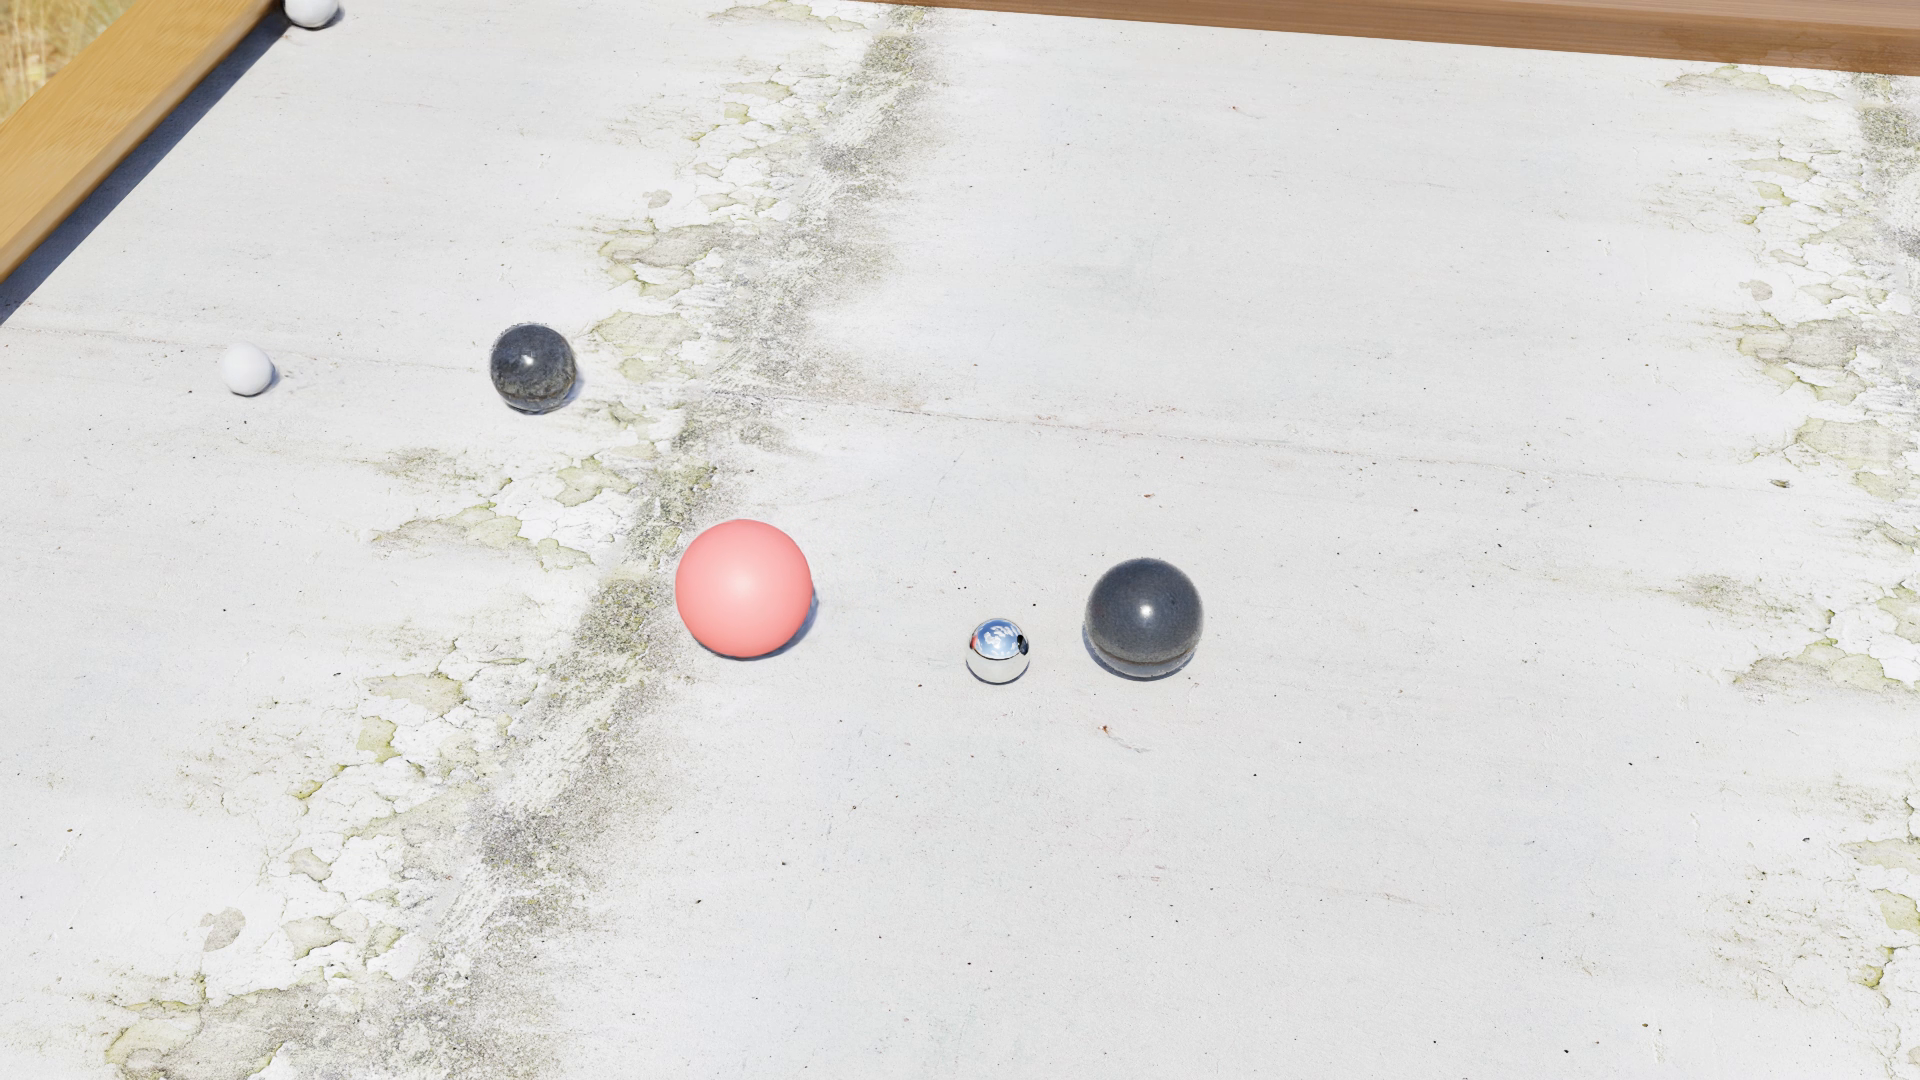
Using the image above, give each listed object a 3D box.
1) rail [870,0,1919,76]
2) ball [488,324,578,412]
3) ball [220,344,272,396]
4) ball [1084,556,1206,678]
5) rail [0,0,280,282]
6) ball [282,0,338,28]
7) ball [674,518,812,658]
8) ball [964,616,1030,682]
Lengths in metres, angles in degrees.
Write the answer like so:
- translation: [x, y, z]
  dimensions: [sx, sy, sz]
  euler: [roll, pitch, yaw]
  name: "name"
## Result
- translation: [1.077, -0.505, 2.555]
  dimensions: [3.655, 0.126, 0.045]
  euler: [6, 35, 8]
  name: "rail"
- translation: [-0.346, -0.140, 2.078]
  dimensions: [0.070, 0.070, 0.070]
  euler: [0, 35, 0]
  name: "ball"
- translation: [-0.585, -0.140, 2.104]
  dimensions: [0.042, 0.042, 0.042]
  euler: [0, 35, 0]
  name: "ball"
- translation: [0.129, 0.054, 1.787]
  dimensions: [0.084, 0.084, 0.084]
  euler: [0, 35, 0]
  name: "ball"
- translation: [-0.876, -0.113, 1.989]
  dimensions: [0.045, 0.126, 2.084]
  euler: [6, 35, 8]
  name: "rail"
- translation: [-0.688, -0.570, 2.712]
  dimensions: [0.058, 0.058, 0.058]
  euler: [0, 35, 0]
  name: "ball"
- translation: [-0.152, 0.034, 1.804]
  dimensions: [0.097, 0.097, 0.097]
  euler: [0, 35, 0]
  name: "ball"
- translation: [0.026, 0.076, 1.788]
  dimensions: [0.046, 0.046, 0.046]
  euler: [0, 35, 0]
  name: "ball"
